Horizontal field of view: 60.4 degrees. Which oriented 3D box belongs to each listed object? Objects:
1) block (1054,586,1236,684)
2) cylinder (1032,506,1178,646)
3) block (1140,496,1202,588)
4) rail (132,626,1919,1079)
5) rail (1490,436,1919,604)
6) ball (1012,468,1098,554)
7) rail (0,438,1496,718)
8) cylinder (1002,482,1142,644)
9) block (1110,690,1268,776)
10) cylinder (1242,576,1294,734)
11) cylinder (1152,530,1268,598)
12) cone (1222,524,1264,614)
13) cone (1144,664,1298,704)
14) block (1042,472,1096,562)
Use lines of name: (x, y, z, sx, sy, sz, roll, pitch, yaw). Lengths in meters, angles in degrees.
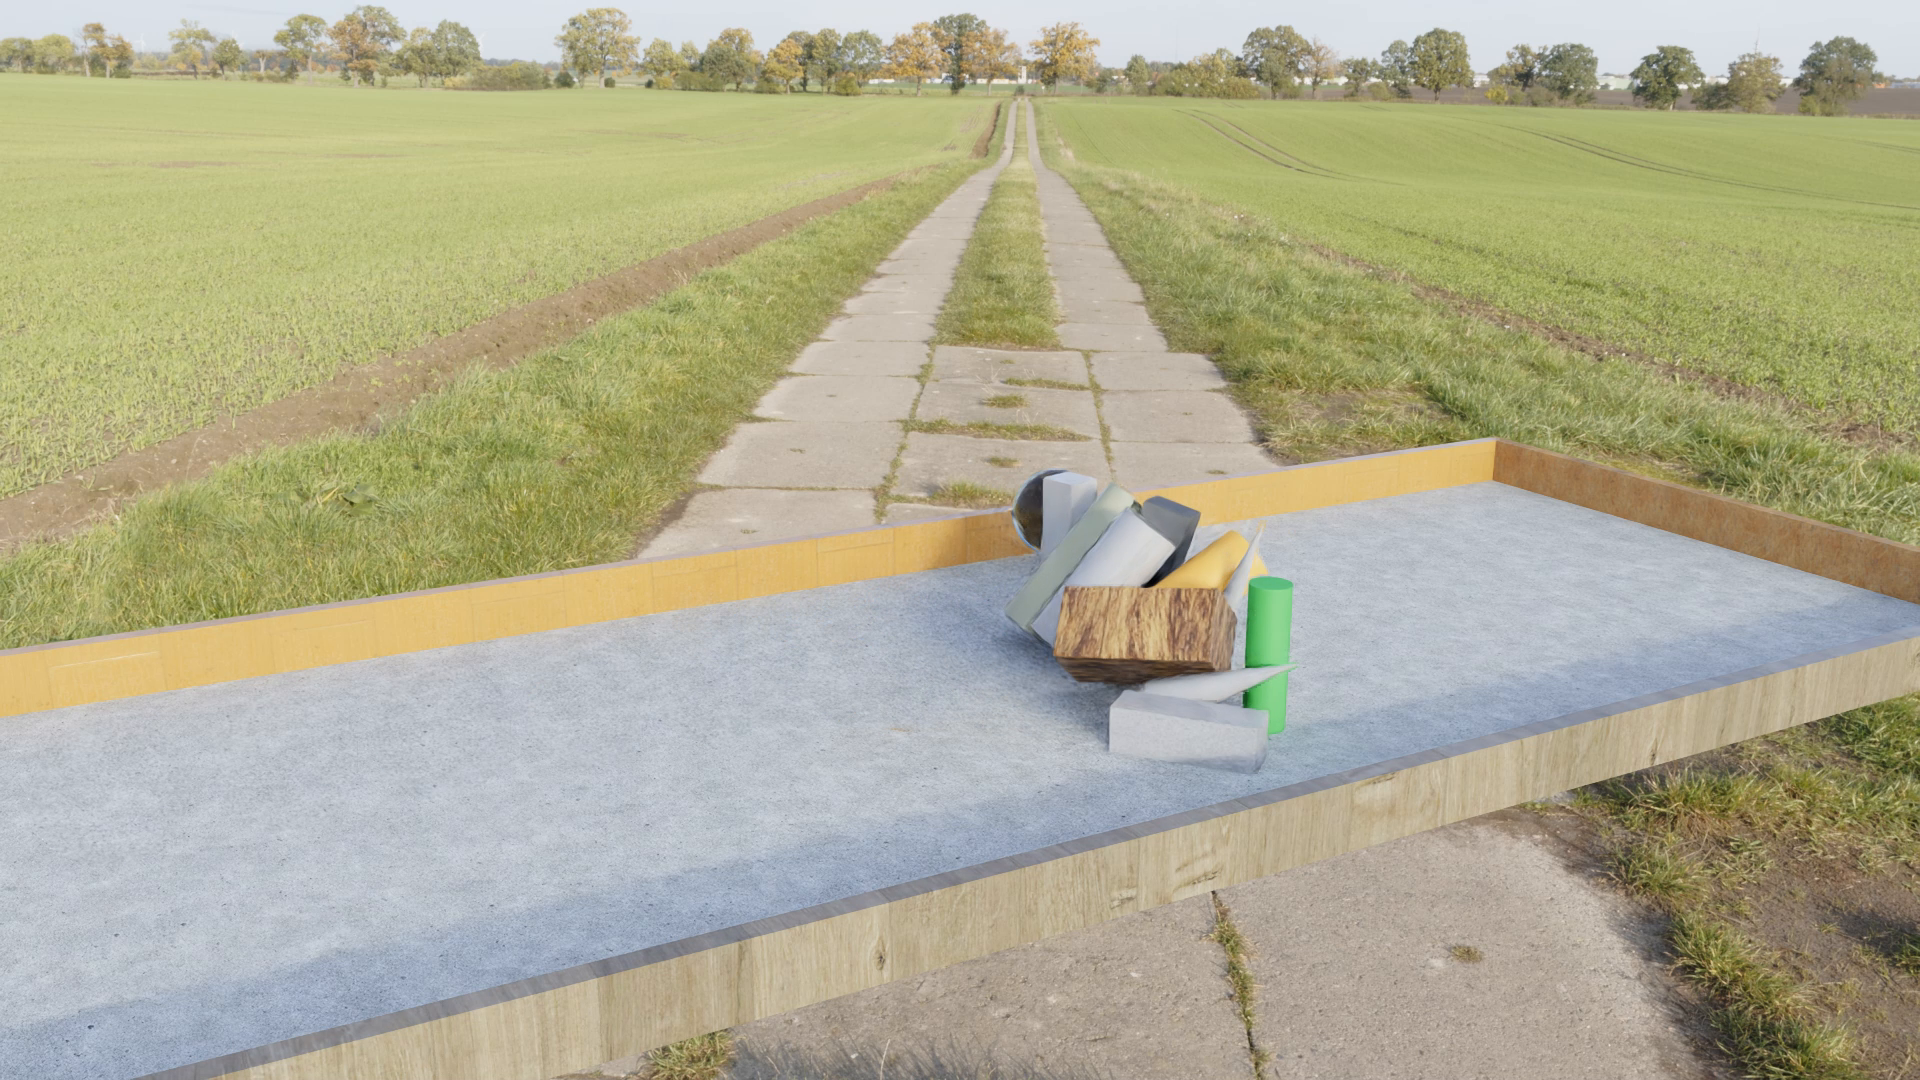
block: (0.442, 0.230, 3.925, 0.379, 0.180, 0.180, 0, -24, 25)
cylinder: (0.369, 0.117, 4.232, 0.167, 0.389, 0.167, 38, 8, -6)
block: (0.506, 0.080, 4.375, 0.128, 0.365, 0.128, 23, 16, 18)
rail: (-2.336, 1.006, 1.665, 12.000, 0.150, 0.050, -9, 18, -27)
rail: (2.466, -0.048, 5.253, 0.050, 0.150, 2.100, -9, 18, -27)
ball: (0.293, -0.086, 5.052, 0.270, 0.270, 0.270, 0, 16, 0)
rail: (-3.305, 0.497, 3.399, 12.000, 0.150, 0.050, -9, 18, -27)
cylinder: (0.309, 0.063, 4.404, 0.136, 0.451, 0.136, 40, -4, 4)
block: (0.512, 0.430, 3.694, 0.334, 0.111, 0.111, 7, 18, 22)
cylinder: (0.711, 0.268, 3.819, 0.101, 0.352, 0.101, 0, 16, 0)
cylinder: (0.554, 0.163, 4.149, 0.436, 0.157, 0.157, -36, 22, -4)
cone: (0.665, 0.144, 4.054, 0.102, 0.448, 0.102, 16, 23, -7)
cone: (0.612, 0.328, 3.770, 0.365, 0.122, 0.122, -20, 5, 30)
block: (0.302, 0.019, 4.593, 0.104, 0.394, 0.104, -15, 22, -42)
